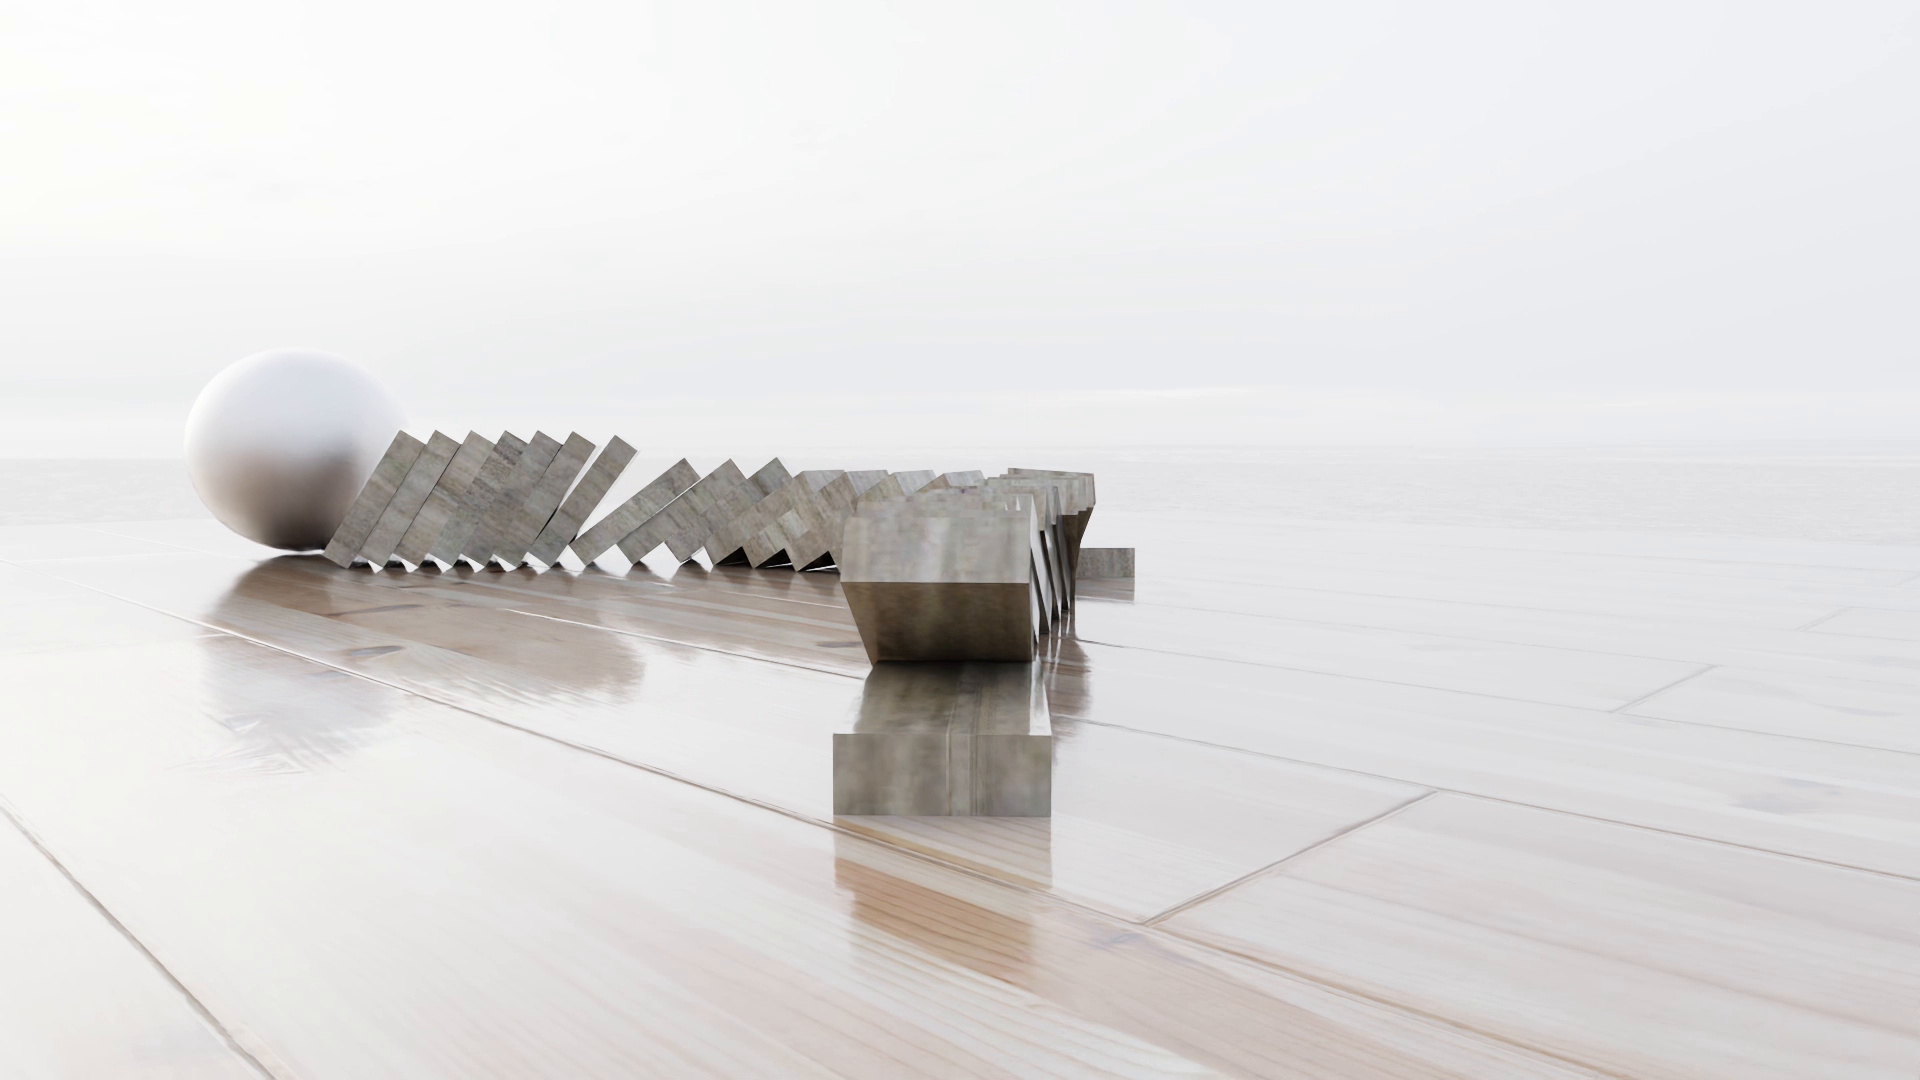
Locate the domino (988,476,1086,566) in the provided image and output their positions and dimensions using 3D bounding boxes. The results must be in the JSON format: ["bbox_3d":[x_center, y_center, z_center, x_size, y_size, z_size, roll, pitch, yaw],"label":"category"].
[{"bbox_3d":[0.020,-0.001,0.347,0.025,0.009,0.050,1,-27,1],"label":"domino"}]

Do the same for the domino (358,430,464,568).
[{"bbox_3d":[-0.191,-0.015,0.451,0.010,0.050,0.025,32,-2,-11],"label":"domino"}]

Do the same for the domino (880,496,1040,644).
[{"bbox_3d":[0.001,0.007,0.252,0.025,0.009,0.050,0,-25,9],"label":"domino"}]

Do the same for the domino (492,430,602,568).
[{"bbox_3d":[-0.145,-0.015,0.453,0.009,0.050,0.025,33,-2,-11],"label":"domino"}]

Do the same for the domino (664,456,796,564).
[{"bbox_3d":[-0.082,-0.011,0.465,0.050,0.009,0.025,-37,4,0],"label":"domino"}]

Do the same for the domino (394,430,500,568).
[{"bbox_3d":[-0.180,-0.015,0.454,0.010,0.050,0.025,32,-2,-11],"label":"domino"}]

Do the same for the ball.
[{"bbox_3d":[-0.258,-0.035,0.503,0.080,0.080,0.080,0,4,0],"label":"ball"}]

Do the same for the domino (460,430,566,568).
[{"bbox_3d":[-0.157,-0.015,0.455,0.010,0.050,0.025,32,-2,-11],"label":"domino"}]

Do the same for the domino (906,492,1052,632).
[{"bbox_3d":[0.005,0.006,0.272,0.025,0.009,0.050,1,-25,9],"label":"domino"}]

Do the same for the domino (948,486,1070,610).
[{"bbox_3d":[0.013,0.003,0.309,0.025,0.009,0.050,1,-25,9],"label":"domino"}]

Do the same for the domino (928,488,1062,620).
[{"bbox_3d":[0.009,0.004,0.291,0.025,0.009,0.050,1,-25,9],"label":"domino"}]

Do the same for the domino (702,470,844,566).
[{"bbox_3d":[-0.063,-0.008,0.448,0.050,0.010,0.025,-32,-11,26],"label":"domino"}]

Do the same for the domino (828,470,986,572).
[{"bbox_3d":[-0.016,-0.006,0.416,0.050,0.009,0.025,-32,-10,27],"label":"domino"}]

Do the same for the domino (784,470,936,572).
[{"bbox_3d":[-0.032,-0.006,0.427,0.050,0.009,0.025,-32,-11,27],"label":"domino"}]

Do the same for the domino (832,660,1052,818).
[{"bbox_3d":[-0.001,0.025,0.171,0.025,0.009,0.050,0,4,2],"label":"domino"}]

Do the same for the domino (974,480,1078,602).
[{"bbox_3d":[0.017,0.001,0.329,0.025,0.009,0.050,0,-27,4],"label":"domino"}]

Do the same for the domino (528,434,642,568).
[{"bbox_3d":[-0.132,-0.014,0.454,0.010,0.050,0.025,37,-3,-11],"label":"domino"}]

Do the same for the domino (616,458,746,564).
[{"bbox_3d":[-0.100,-0.011,0.464,0.050,0.009,0.025,-38,9,-5],"label":"domino"}]

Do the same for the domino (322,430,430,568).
[{"bbox_3d":[-0.202,-0.015,0.449,0.010,0.050,0.025,32,-2,-11],"label":"domino"}]

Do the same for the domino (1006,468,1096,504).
[{"bbox_3d":[0.022,-0.004,0.383,0.025,0.009,0.050,3,-27,-9],"label":"domino"}]

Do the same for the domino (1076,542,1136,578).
[{"bbox_3d":[0.031,0.006,0.422,0.050,0.009,0.025,0,4,0],"label":"domino"}]

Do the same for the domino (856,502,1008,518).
[{"bbox_3d":[-0.002,0.009,0.233,0.025,0.010,0.050,0,-25,9],"label":"domino"}]

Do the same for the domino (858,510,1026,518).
[{"bbox_3d":[-0.001,0.010,0.213,0.025,0.009,0.050,0,-25,5],"label":"domino"}]

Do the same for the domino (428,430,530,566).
[{"bbox_3d":[-0.169,-0.015,0.456,0.010,0.050,0.025,32,-2,-11],"label":"domino"}]

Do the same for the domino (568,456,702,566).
[{"bbox_3d":[-0.116,-0.011,0.459,0.050,0.009,0.025,-38,10,-6],"label":"domino"}]

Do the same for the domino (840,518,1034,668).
[{"bbox_3d":[-0.002,0.012,0.193,0.025,0.009,0.050,0,-25,4],"label":"domino"}]

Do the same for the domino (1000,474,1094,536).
[{"bbox_3d":[0.021,-0.002,0.366,0.025,0.009,0.050,1,-27,-5],"label":"domino"}]

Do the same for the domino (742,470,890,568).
[{"bbox_3d":[-0.048,-0.007,0.437,0.050,0.009,0.025,-32,-11,27],"label":"domino"}]
